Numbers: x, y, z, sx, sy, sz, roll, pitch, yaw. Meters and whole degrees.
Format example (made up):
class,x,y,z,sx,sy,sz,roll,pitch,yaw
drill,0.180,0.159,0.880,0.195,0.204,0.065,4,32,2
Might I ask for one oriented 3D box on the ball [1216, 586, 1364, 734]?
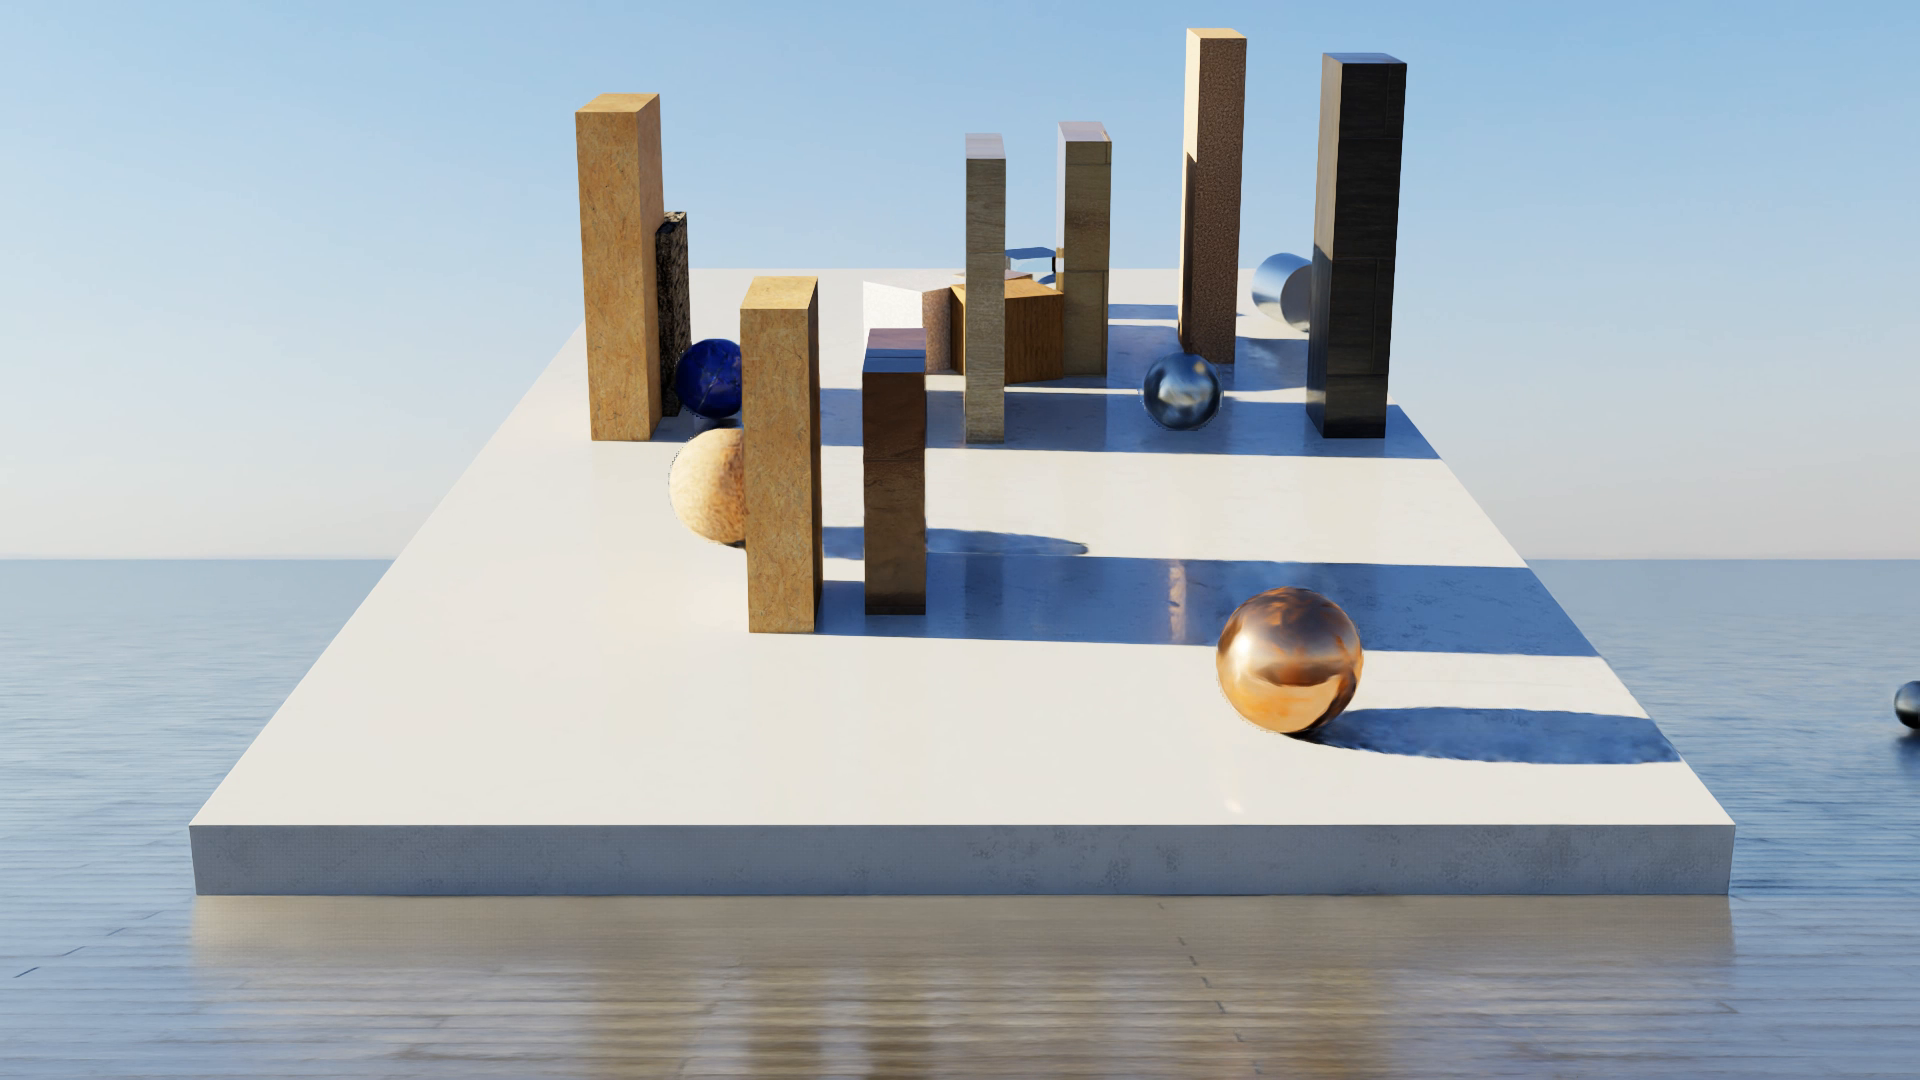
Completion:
class,x,y,z,sx,sy,sz,roll,pitch,yaw
ball,0.468,0.171,3.164,0.208,0.208,0.208,0,0,0

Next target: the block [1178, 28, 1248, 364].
class,x,y,z,sx,sy,sz,roll,pitch,yaw
block,0.619,-0.852,5.492,0.110,0.782,0.306,0,17,0

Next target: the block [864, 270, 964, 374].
class,x,y,z,sx,sy,sz,roll,pitch,yaw
block,-0.093,-0.534,5.445,0.201,0.201,0.201,16,23,42

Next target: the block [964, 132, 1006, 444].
class,x,y,z,sx,sy,sz,roll,pitch,yaw
block,0.052,-0.555,4.837,0.081,0.602,0.432,0,17,0

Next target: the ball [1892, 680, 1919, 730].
class,x,y,z,sx,sy,sz,roll,pitch,yaw
ball,2.425,0.417,5.622,0.125,0.125,0.125,0,0,0

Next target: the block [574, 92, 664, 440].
class,x,y,z,sx,sy,sz,roll,pitch,yaw
block,-0.723,-0.597,4.818,0.125,0.692,0.375,0,17,0

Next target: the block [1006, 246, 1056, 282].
class,x,y,z,sx,sy,sz,roll,pitch,yaw
block,0.191,-0.705,6.075,0.156,0.156,0.156,-8,19,-24

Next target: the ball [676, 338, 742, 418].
class,x,y,z,sx,sy,sz,roll,pitch,yaw
ball,-0.539,-0.357,4.913,0.178,0.178,0.178,0,0,0

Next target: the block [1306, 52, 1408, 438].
class,x,y,z,sx,sy,sz,roll,pitch,yaw
block,0.844,-0.632,4.771,0.132,0.789,0.251,0,17,0

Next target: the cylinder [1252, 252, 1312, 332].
class,x,y,z,sx,sy,sz,roll,pitch,yaw
cylinder,0.888,-0.656,5.882,0.178,0.178,0.178,0,16,-18

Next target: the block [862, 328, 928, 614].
class,x,y,z,sx,sy,sz,roll,pitch,yaw
block,-0.107,-0.123,3.768,0.100,0.409,0.344,0,17,0

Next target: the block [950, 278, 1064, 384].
class,x,y,z,sx,sy,sz,roll,pitch,yaw
block,0.112,-0.498,5.323,0.206,0.206,0.206,-7,19,-22

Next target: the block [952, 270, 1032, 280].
class,x,y,z,sx,sy,sz,roll,pitch,yaw
block,0.085,-0.621,5.815,0.149,0.149,0.149,14,22,39

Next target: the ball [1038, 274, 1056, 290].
class,x,y,z,sx,sy,sz,roll,pitch,yaw
ball,0.253,-0.607,5.748,0.162,0.162,0.162,0,0,0

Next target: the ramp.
class,x,y,z,sx,sy,sz,roll,pitch,yaw
ramp,-0.003,-0.177,4.801,2.000,0.100,4.000,0,17,0

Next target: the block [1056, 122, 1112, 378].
class,x,y,z,sx,sy,sz,roll,pitch,yaw
block,0.297,-0.715,5.425,0.107,0.559,0.393,0,17,0

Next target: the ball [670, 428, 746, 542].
class,x,y,z,sx,sy,sz,roll,pitch,yaw
ball,-0.421,-0.099,4.031,0.208,0.208,0.208,0,0,0

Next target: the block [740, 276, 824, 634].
class,x,y,z,sx,sy,sz,roll,pitch,yaw
block,-0.287,-0.144,3.631,0.105,0.529,0.274,0,17,0

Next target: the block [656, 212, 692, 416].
class,x,y,z,sx,sy,sz,roll,pitch,yaw
block,-0.686,-0.515,5.030,0.115,0.409,0.306,0,17,0

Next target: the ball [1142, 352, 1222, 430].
class,x,y,z,sx,sy,sz,roll,pitch,yaw
ball,0.481,-0.323,4.819,0.170,0.170,0.170,0,0,0
